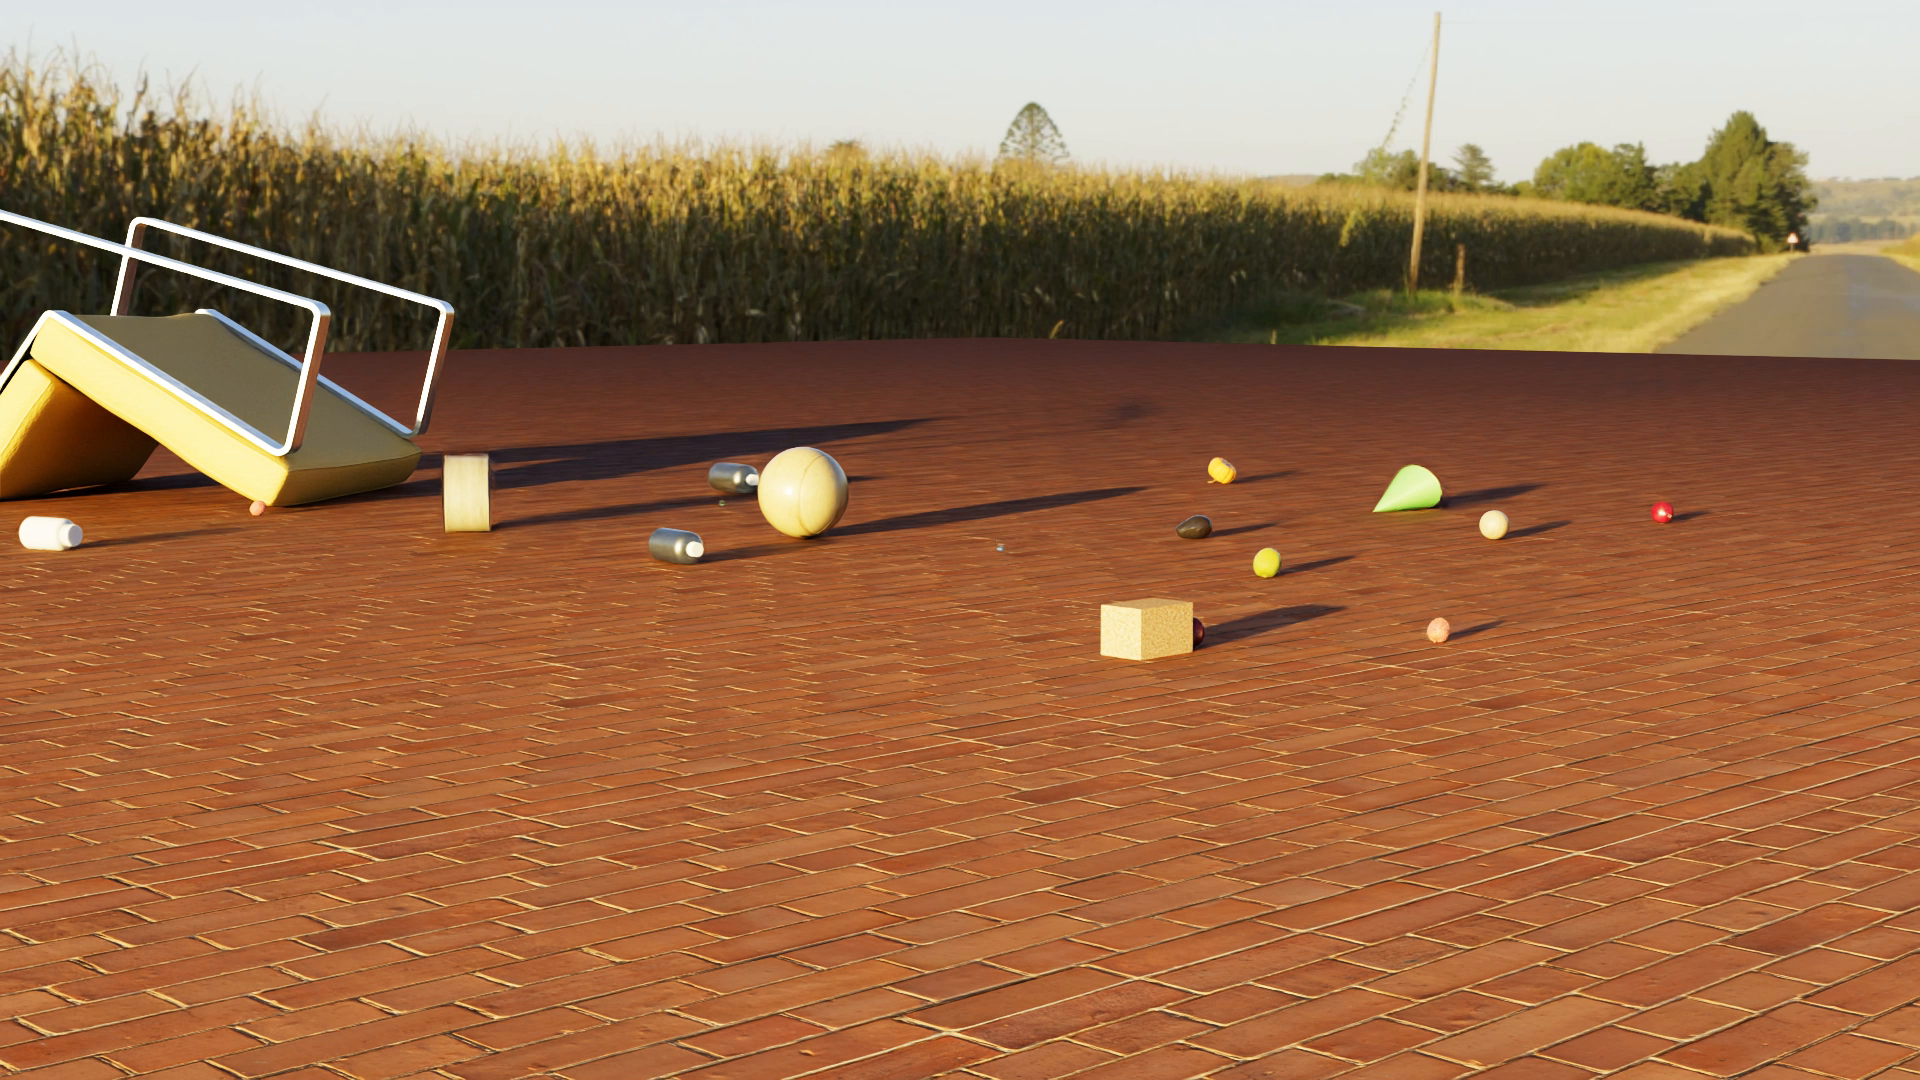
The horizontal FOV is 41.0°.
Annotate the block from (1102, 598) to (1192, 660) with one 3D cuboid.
[{"bbox_3d":[0.327,0.155,4.483,0.091,0.088,0.139,6,8,44],"label":"block"}]

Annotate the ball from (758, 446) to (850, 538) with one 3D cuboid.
[{"bbox_3d":[-0.394,-0.119,6.449,0.230,0.230,0.230,0,6,0],"label":"ball"}]

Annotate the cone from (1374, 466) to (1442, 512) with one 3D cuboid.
[{"bbox_3d":[1.225,-0.114,7.214,0.174,0.131,0.197,-27,8,-26],"label":"cone"}]

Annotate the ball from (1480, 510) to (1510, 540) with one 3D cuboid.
[{"bbox_3d":[1.336,-0.037,6.414,0.074,0.074,0.074,0,6,0],"label":"ball"}]

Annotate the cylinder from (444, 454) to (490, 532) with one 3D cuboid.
[{"bbox_3d":[-1.267,-0.120,6.601,0.109,0.201,0.210,-1,12,-9],"label":"cylinder"}]
